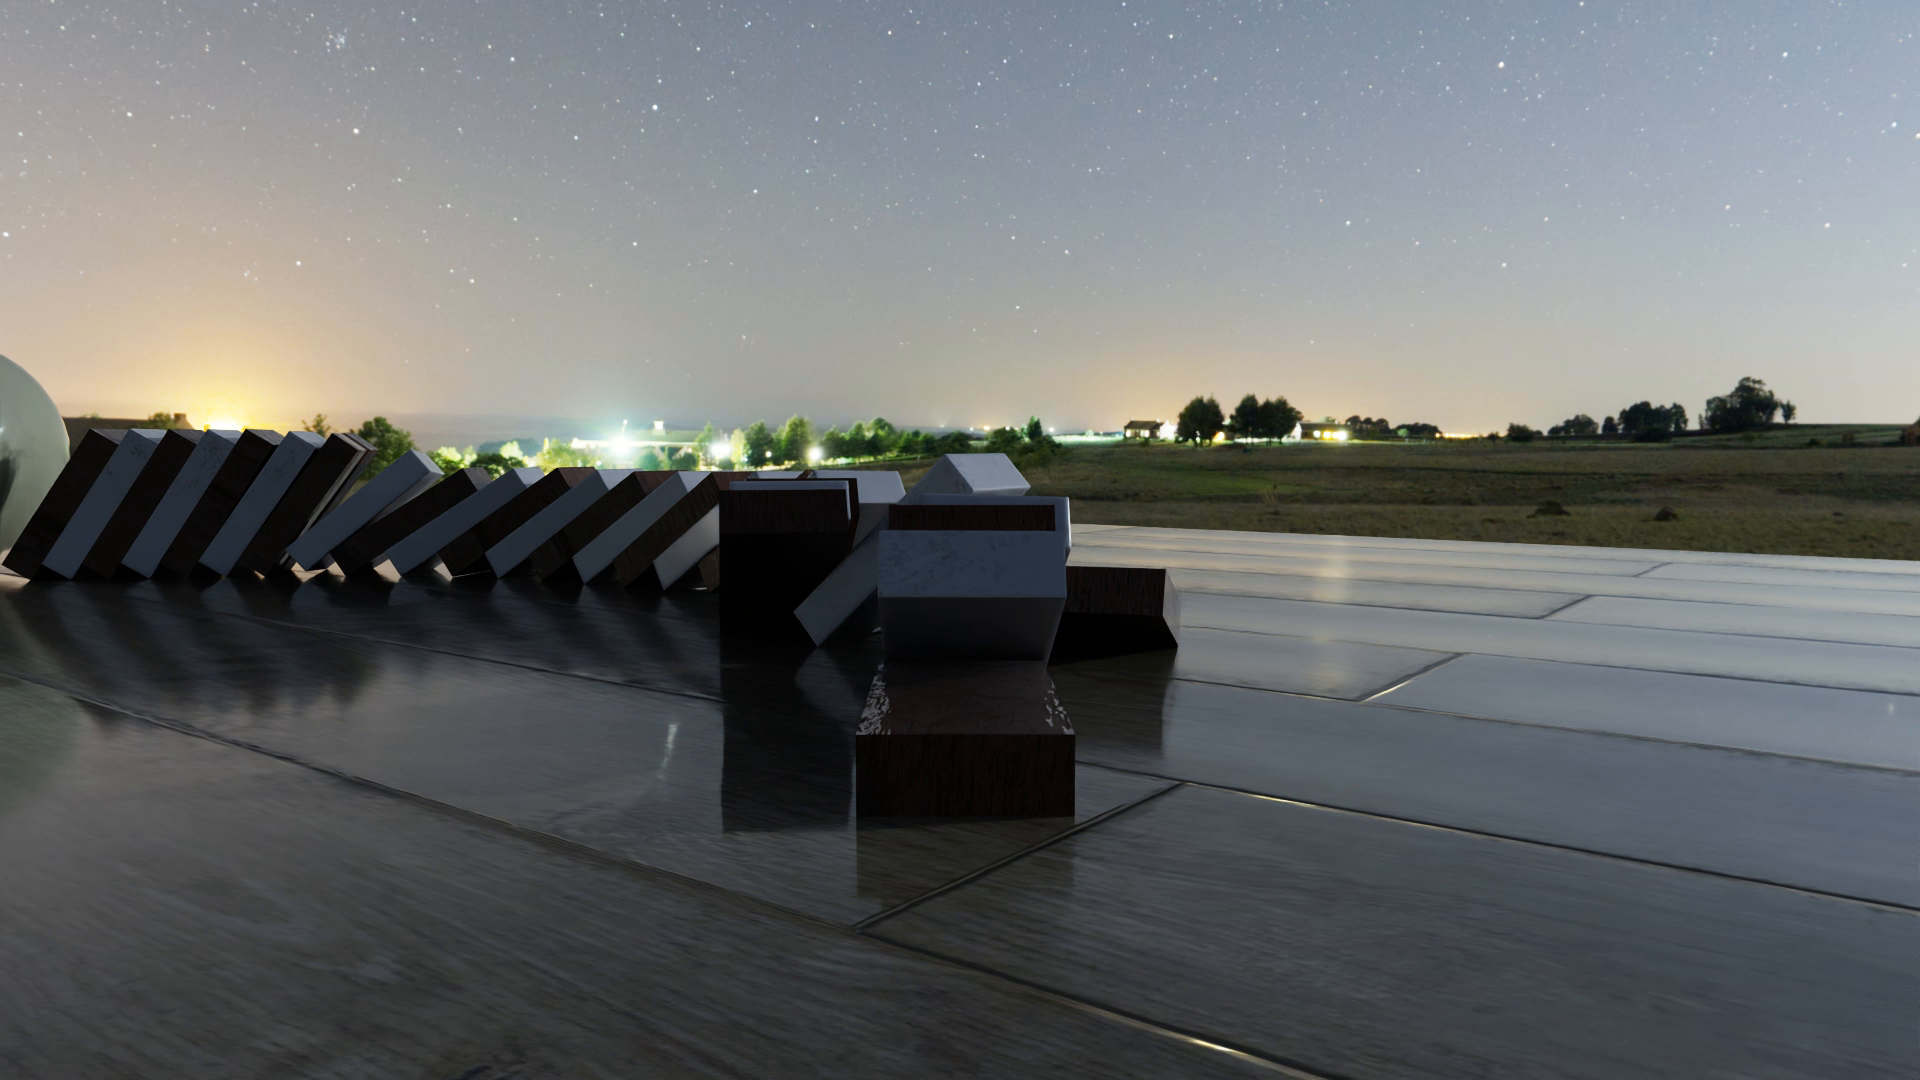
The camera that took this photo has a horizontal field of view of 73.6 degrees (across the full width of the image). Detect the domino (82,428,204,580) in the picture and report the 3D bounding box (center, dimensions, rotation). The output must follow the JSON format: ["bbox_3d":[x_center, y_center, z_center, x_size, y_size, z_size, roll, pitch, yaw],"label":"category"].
[{"bbox_3d":[-0.260,-0.012,0.416,0.009,0.050,0.025,32,-2,-11],"label":"domino"}]

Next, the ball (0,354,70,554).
[{"bbox_3d":[-0.346,-0.030,0.429,0.080,0.080,0.080,0,4,0],"label":"ball"}]

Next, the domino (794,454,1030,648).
[{"bbox_3d":[-0.010,0.002,0.270,0.050,0.009,0.025,-45,-18,25],"label":"domino"}]

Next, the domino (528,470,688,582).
[{"bbox_3d":[-0.107,-0.005,0.398,0.050,0.009,0.025,-33,-11,25],"label":"domino"}]

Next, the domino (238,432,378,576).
[{"bbox_3d":[-0.214,-0.012,0.423,0.010,0.050,0.025,36,-2,-10],"label":"domino"}]

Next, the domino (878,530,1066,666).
[{"bbox_3d":[0.001,0.013,0.194,0.025,0.010,0.050,0,-22,-1],"label":"domino"}]

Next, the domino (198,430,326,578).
[{"bbox_3d":[-0.226,-0.012,0.421,0.009,0.050,0.025,34,-2,-11],"label":"domino"}]

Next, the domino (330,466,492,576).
[{"bbox_3d":[-0.180,-0.007,0.425,0.050,0.010,0.025,-33,7,-3],"label":"domino"}]

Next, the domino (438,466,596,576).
[{"bbox_3d":[-0.142,-0.006,0.417,0.050,0.009,0.025,-33,-2,11],"label":"domino"}]

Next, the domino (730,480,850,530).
[{"bbox_3d":[-0.040,0.003,0.293,0.025,0.010,0.050,-1,-28,-11],"label":"domino"}]

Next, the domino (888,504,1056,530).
[{"bbox_3d":[0.002,0.010,0.214,0.025,0.010,0.050,0,-26,-1],"label":"domino"}]

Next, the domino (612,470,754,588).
[{"bbox_3d":[-0.077,-0.003,0.376,0.050,0.009,0.025,-36,-17,32],"label":"domino"}]

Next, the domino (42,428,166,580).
[{"bbox_3d":[-0.271,-0.012,0.414,0.010,0.050,0.025,32,-2,-11],"label":"domino"}]

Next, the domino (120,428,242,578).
[{"bbox_3d":[-0.249,-0.012,0.418,0.010,0.050,0.025,32,-2,-11],"label":"domino"}]

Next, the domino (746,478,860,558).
[{"bbox_3d":[-0.040,0.002,0.311,0.025,0.009,0.050,-1,-28,-12],"label":"domino"}]

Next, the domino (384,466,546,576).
[{"bbox_3d":[-0.161,-0.007,0.423,0.050,0.009,0.025,-32,3,3],"label":"domino"}]

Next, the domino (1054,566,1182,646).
[{"bbox_3d":[0.019,0.013,0.268,0.050,0.009,0.025,1,-18,17],"label":"domino"}]

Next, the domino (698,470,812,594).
[{"bbox_3d":[-0.047,-0.002,0.352,0.050,0.009,0.025,-36,-21,33],"label":"domino"}]

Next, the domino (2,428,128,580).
[{"bbox_3d":[-0.283,-0.012,0.412,0.010,0.050,0.025,32,-2,-11],"label":"domino"}]

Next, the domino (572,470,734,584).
[{"bbox_3d":[-0.091,-0.004,0.389,0.050,0.010,0.025,-34,-12,27],"label":"domino"}]

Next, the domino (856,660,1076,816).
[{"bbox_3d":[0.000,0.025,0.171,0.025,0.009,0.050,0,4,0],"label":"domino"}]

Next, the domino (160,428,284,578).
[{"bbox_3d":[-0.238,-0.013,0.419,0.010,0.050,0.025,32,-2,-11],"label":"domino"}]

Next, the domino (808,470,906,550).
[{"bbox_3d":[-0.037,-0.001,0.335,0.025,0.009,0.050,-1,-29,-38],"label":"domino"}]

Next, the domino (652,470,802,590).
[{"bbox_3d":[-0.062,-0.002,0.364,0.050,0.009,0.025,-36,-19,33],"label":"domino"}]

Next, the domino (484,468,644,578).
[{"bbox_3d":[-0.124,-0.005,0.409,0.050,0.009,0.025,-33,-7,18],"label":"domino"}]

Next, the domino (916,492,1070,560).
[{"bbox_3d":[0.004,0.008,0.232,0.025,0.010,0.050,1,-27,-3],"label":"domino"}]

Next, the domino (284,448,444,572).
[{"bbox_3d":[-0.197,-0.010,0.427,0.050,0.010,0.025,-41,8,-9],"label":"domino"}]

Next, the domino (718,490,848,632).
[{"bbox_3d":[-0.039,0.005,0.274,0.025,0.009,0.050,-1,-26,-11],"label":"domino"}]
